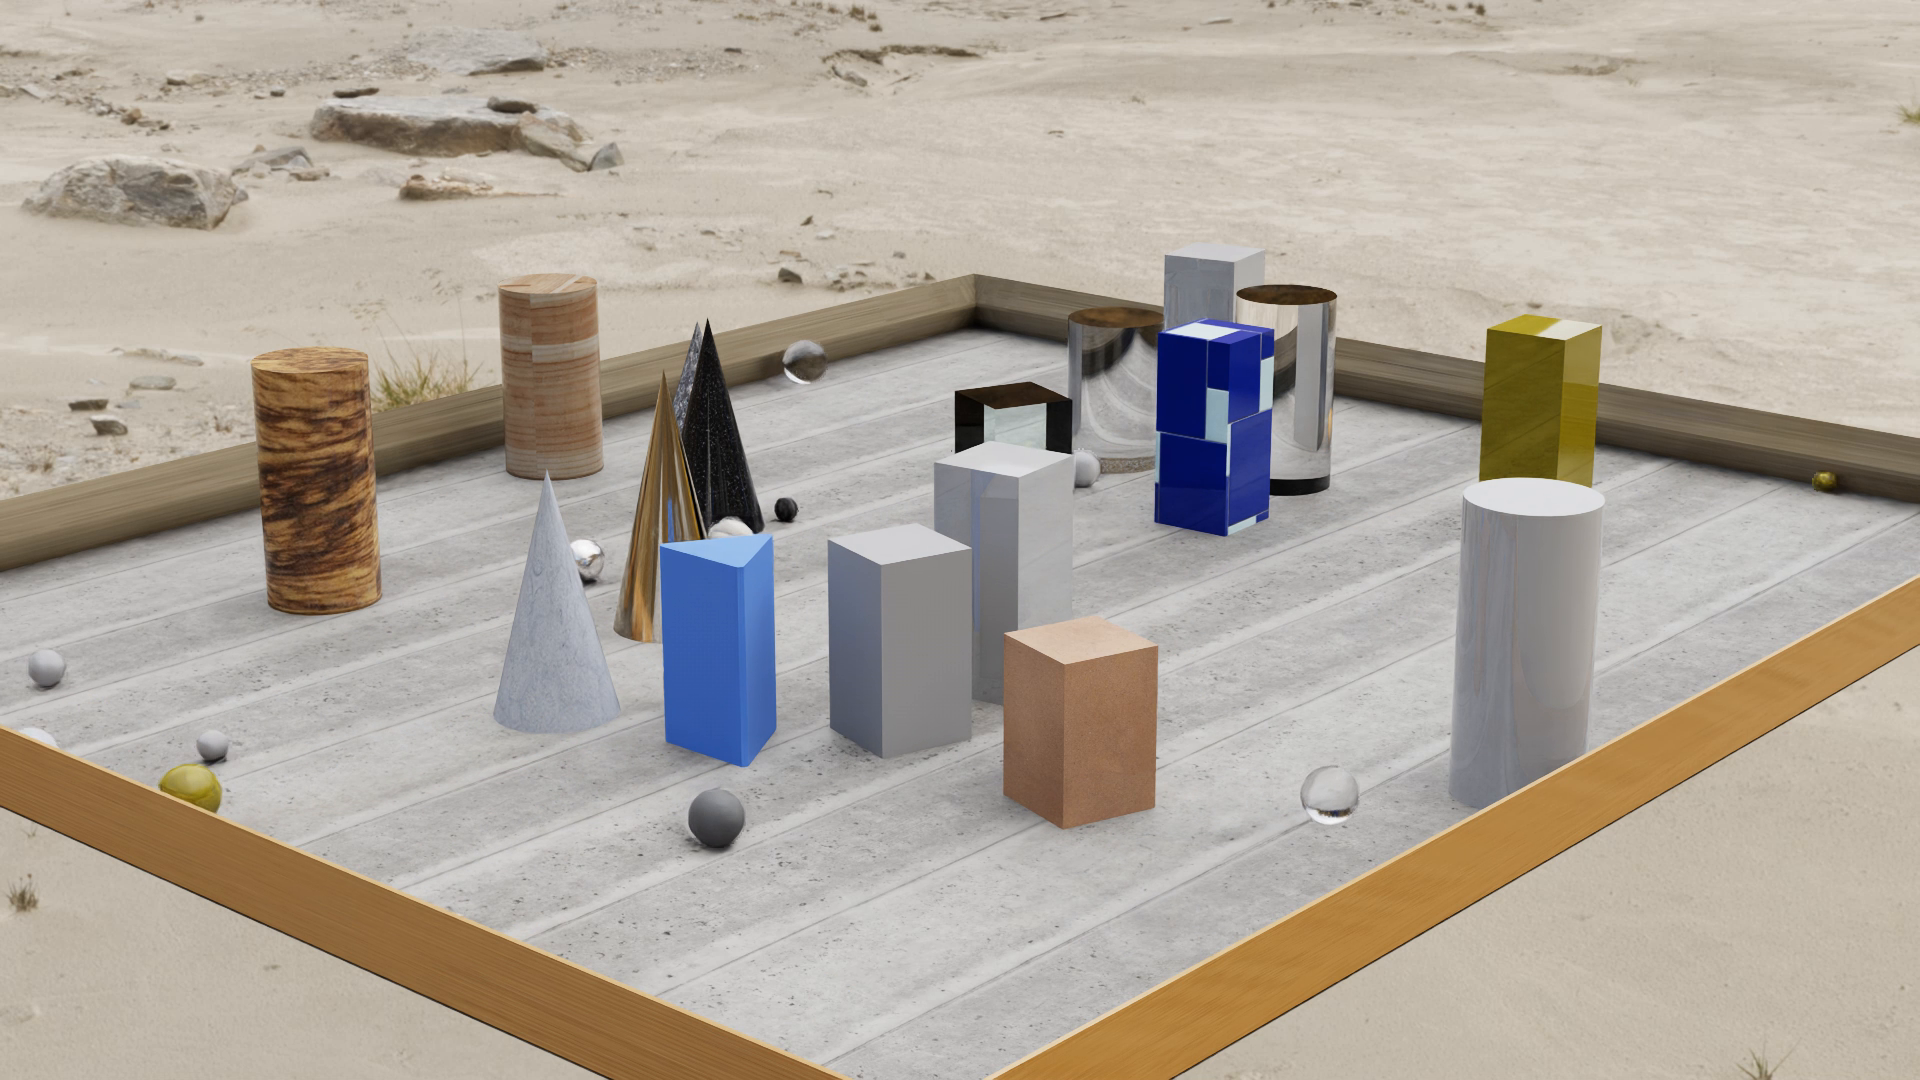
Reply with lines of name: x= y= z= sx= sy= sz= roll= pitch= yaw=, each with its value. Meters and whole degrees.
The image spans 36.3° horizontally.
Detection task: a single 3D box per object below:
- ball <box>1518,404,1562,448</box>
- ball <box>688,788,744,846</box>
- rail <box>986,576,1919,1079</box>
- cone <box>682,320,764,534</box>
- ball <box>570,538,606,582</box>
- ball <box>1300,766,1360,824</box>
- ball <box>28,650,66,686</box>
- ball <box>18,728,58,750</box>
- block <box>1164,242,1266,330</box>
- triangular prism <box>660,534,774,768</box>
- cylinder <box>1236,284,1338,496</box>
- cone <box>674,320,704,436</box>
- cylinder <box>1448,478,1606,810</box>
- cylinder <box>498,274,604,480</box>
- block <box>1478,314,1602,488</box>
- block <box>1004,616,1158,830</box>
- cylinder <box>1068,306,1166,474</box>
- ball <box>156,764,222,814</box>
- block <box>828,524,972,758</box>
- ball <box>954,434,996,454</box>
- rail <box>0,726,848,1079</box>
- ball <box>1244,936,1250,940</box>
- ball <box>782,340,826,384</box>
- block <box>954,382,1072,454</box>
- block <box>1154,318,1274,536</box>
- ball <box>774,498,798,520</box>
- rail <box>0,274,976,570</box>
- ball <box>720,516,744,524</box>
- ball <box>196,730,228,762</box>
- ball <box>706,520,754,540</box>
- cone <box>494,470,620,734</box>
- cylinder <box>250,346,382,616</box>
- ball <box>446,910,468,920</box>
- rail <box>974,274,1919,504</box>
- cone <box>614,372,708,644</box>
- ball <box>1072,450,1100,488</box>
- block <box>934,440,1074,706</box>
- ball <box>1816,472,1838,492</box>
ball: x=1.203 y=-0.238 z=6.083 sx=0.090 sy=0.090 sz=0.090 roll=0 pitch=17 yaw=0
ball: x=-0.337 y=0.383 z=4.045 sx=0.079 sy=0.079 sz=0.079 roll=0 pitch=17 yaw=0
rail: x=1.030 y=0.290 z=4.264 sx=0.045 sy=0.128 sz=3.300 roll=14 pitch=22 yaw=39
cone: x=-0.466 y=-0.219 z=5.476 sx=0.197 sy=0.405 sz=0.197 roll=0 pitch=17 yaw=0
ball: x=-0.668 y=0.035 z=5.200 sx=0.077 sy=0.077 sz=0.077 roll=0 pitch=17 yaw=0
ball: x=0.520 y=0.358 z=4.120 sx=0.083 sy=0.083 sz=0.083 roll=0 pitch=17 yaw=0
ball: x=-1.456 y=0.204 z=4.675 sx=0.058 sy=0.058 sz=0.058 roll=0 pitch=17 yaw=0
ball: x=-1.352 y=0.315 z=4.263 sx=0.083 sy=0.083 sz=0.083 roll=0 pitch=17 yaw=0
block: x=0.529 y=-0.411 z=6.137 sx=0.157 sy=0.391 sz=0.157 roll=9 pitch=19 yaw=28
triangular prism: x=-0.333 y=0.156 z=4.398 sx=0.170 sy=0.310 sz=0.147 roll=14 pitch=22 yaw=39
cylinder: x=0.637 y=-0.297 z=5.775 sx=0.197 sy=0.381 sz=0.197 roll=0 pitch=17 yaw=0
cone: x=-0.520 y=-0.284 z=5.849 sx=0.197 sy=0.315 sz=0.197 roll=0 pitch=17 yaw=0
cylinder: x=0.806 y=0.151 z=4.184 sx=0.197 sy=0.443 sz=0.197 roll=0 pitch=17 yaw=0
cylinder: x=-0.820 y=-0.328 z=5.882 sx=0.197 sy=0.380 sz=0.197 roll=0 pitch=17 yaw=0
block: x=1.083 y=-0.211 z=5.486 sx=0.157 sy=0.384 sz=0.157 roll=12 pitch=21 yaw=35
block: x=0.170 y=0.257 z=4.173 sx=0.157 sy=0.245 sz=0.157 roll=-10 pitch=19 yaw=-30
cylinder: x=0.316 y=-0.305 z=5.943 sx=0.197 sy=0.300 sz=0.197 roll=0 pitch=17 yaw=0
ball: x=-1.079 y=0.358 z=4.107 sx=0.090 sy=0.090 sz=0.090 roll=0 pitch=17 yaw=0
block: x=-0.091 y=0.150 z=4.429 sx=0.157 sy=0.303 sz=0.157 roll=-10 pitch=20 yaw=-31
ball: x=0.035 y=-0.163 z=5.823 sx=0.098 sy=0.098 sz=0.098 roll=0 pitch=17 yaw=0
rail: x=-1.066 y=0.386 z=3.944 sx=2.774 sy=0.128 sz=0.045 roll=14 pitch=22 yaw=39
ball: x=0.366 y=0.518 z=3.640 sx=0.053 sy=0.053 sz=0.053 roll=0 pitch=17 yaw=0
ball: x=-0.350 y=-0.401 z=6.613 sx=0.098 sy=0.098 sz=0.098 roll=0 pitch=17 yaw=0
block: x=0.096 y=-0.121 z=5.341 sx=0.157 sy=0.295 sz=0.157 roll=-8 pitch=19 yaw=-26
block: x=0.479 y=-0.214 z=5.524 sx=0.157 sy=0.368 sz=0.157 roll=12 pitch=21 yaw=35
ball: x=-0.331 y=-0.059 z=5.570 sx=0.045 sy=0.045 sz=0.045 roll=0 pitch=17 yaw=0
rail: x=-1.030 y=-0.226 z=5.976 sx=0.045 sy=0.128 sz=3.300 roll=14 pitch=22 yaw=39
ball: x=-0.421 y=-0.014 z=5.392 sx=0.060 sy=0.060 sz=0.060 roll=0 pitch=17 yaw=0
ball: x=-1.110 y=0.305 z=4.357 sx=0.047 sy=0.047 sz=0.047 roll=0 pitch=17 yaw=0
ball: x=-0.411 y=0.011 z=5.253 sx=0.094 sy=0.094 sz=0.094 roll=0 pitch=17 yaw=0
cone: x=-0.627 y=0.079 z=4.508 sx=0.197 sy=0.392 sz=0.197 roll=0 pitch=17 yaw=0
cylinder: x=-1.108 y=-0.103 z=5.054 sx=0.197 sy=0.427 sz=0.197 roll=0 pitch=17 yaw=0
ball: x=-0.643 y=0.499 z=3.666 sx=0.074 sy=0.074 sz=0.074 roll=0 pitch=17 yaw=0
rail: x=1.066 y=-0.322 z=6.296 sx=2.774 sy=0.128 sz=0.045 roll=14 pitch=22 yaw=39
cone: x=-0.490 y=-0.070 z=4.908 sx=0.197 sy=0.447 sz=0.197 roll=0 pitch=17 yaw=0
ball: x=0.239 y=-0.138 z=5.780 sx=0.075 sy=0.075 sz=0.075 roll=0 pitch=17 yaw=0
block: x=0.069 y=0.053 z=4.626 sx=0.157 sy=0.375 sz=0.157 roll=11 pitch=20 yaw=33
ball: x=1.701 y=-0.114 z=5.756 sx=0.042 sy=0.042 sz=0.042 roll=0 pitch=17 yaw=0
